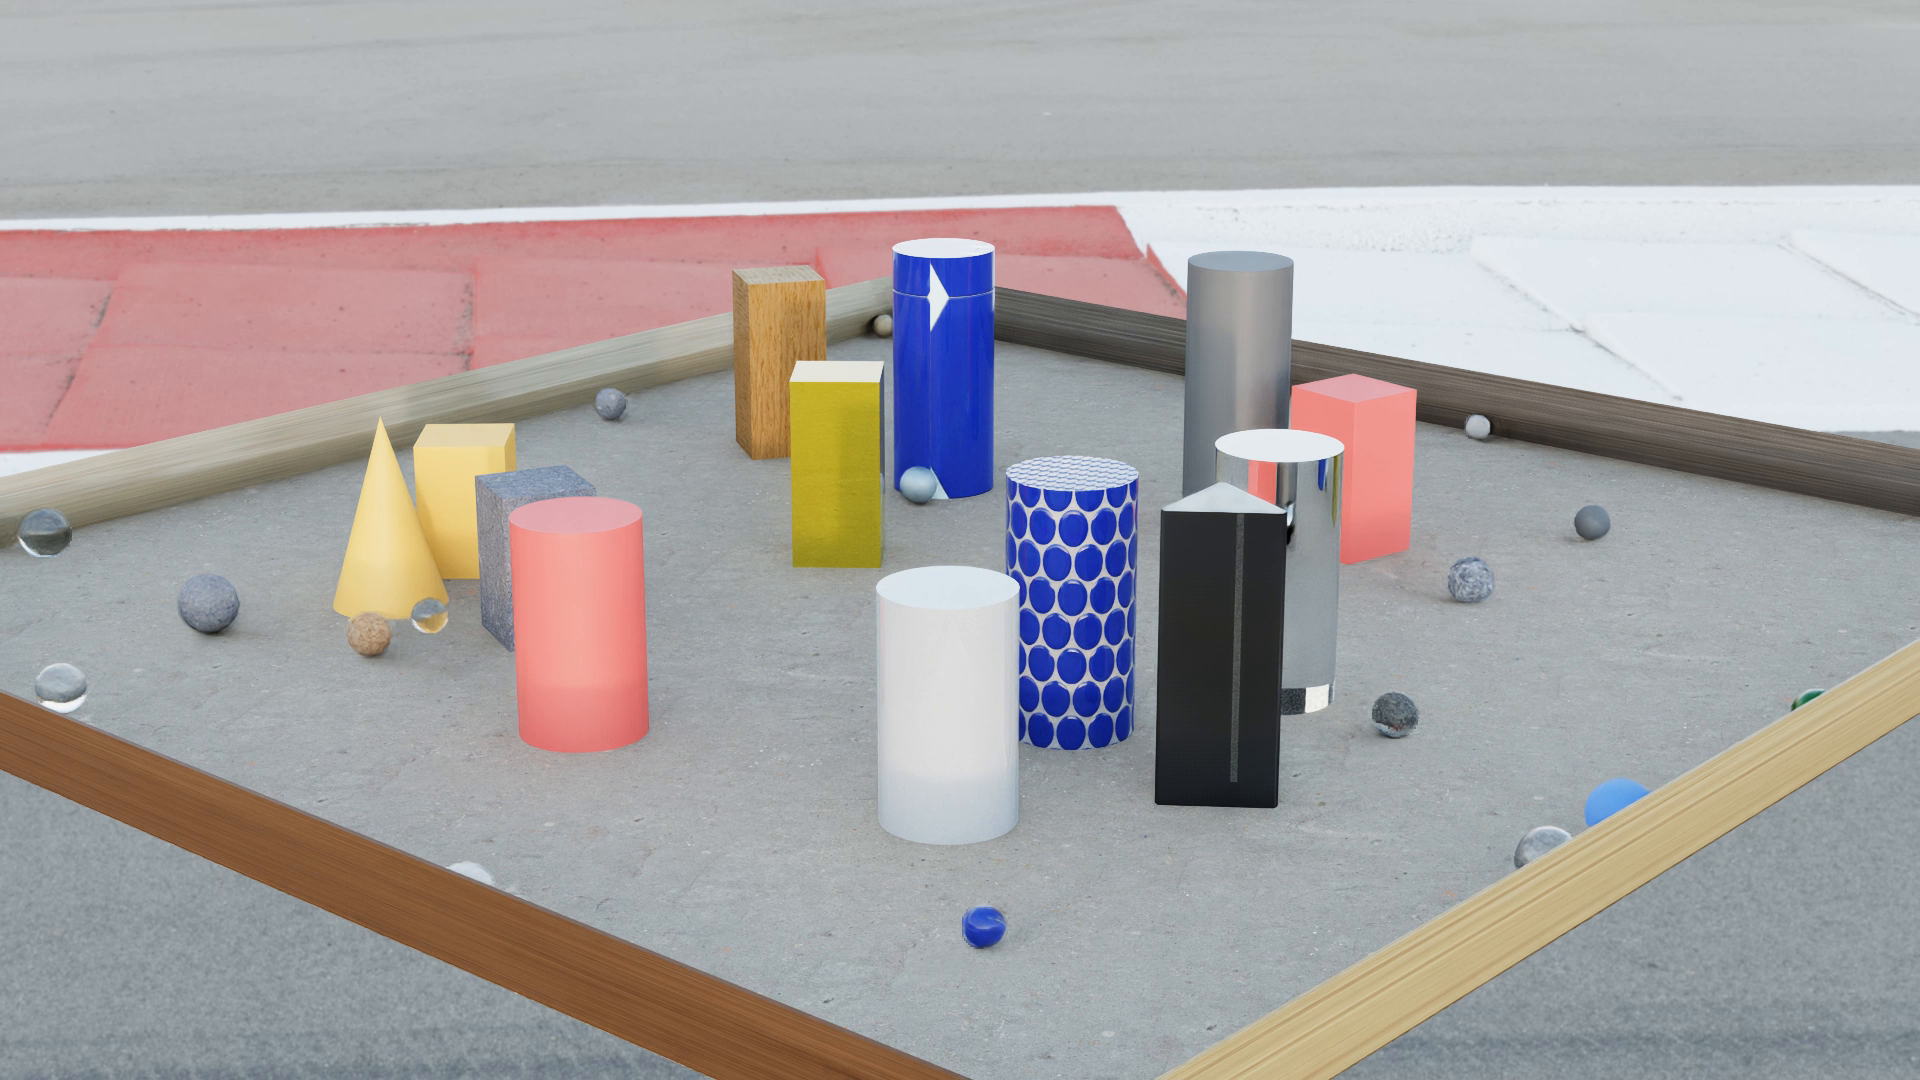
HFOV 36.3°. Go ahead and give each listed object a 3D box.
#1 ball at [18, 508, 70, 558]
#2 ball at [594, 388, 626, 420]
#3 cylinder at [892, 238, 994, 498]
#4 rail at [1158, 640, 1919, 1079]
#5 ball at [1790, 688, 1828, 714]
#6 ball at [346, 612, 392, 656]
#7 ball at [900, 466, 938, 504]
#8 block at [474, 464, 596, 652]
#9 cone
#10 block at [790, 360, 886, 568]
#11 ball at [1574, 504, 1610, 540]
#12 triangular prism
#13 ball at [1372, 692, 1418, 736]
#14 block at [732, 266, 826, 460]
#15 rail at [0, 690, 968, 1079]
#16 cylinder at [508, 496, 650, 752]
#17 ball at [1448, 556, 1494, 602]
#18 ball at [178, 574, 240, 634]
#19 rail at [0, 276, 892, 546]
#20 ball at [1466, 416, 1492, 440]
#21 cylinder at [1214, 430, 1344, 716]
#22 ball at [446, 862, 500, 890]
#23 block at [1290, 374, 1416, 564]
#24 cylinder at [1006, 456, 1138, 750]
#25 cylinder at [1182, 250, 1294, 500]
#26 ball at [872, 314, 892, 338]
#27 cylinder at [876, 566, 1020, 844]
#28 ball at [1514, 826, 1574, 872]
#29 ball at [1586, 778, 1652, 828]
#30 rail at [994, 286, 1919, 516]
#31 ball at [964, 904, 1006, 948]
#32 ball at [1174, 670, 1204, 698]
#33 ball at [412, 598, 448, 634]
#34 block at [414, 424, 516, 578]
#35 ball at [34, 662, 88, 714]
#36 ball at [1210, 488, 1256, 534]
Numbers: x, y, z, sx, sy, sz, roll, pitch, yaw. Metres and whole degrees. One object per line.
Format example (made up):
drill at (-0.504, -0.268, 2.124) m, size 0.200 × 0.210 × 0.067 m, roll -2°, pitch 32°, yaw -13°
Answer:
ball at (-1.668, -0.012, 5.340) m, size 0.089 × 0.089 × 0.089 m, roll 0°, pitch 17°, yaw 0°
ball at (-0.752, -0.292, 6.305) m, size 0.068 × 0.068 × 0.068 m, roll 0°, pitch 17°, yaw 0°
cylinder at (-0.032, -0.337, 5.746) m, size 0.199 × 0.477 × 0.199 m, roll 0°, pitch 17°, yaw 0°
rail at (1.134, 0.316, 4.177) m, size 0.045 × 0.129 × 3.138 m, roll 14°, pitch 22°, yaw 39°
ball at (1.299, 0.263, 4.446) m, size 0.077 × 0.077 × 0.077 m, roll 0°, pitch 17°, yaw 0°
ball at (-0.970, 0.155, 4.815) m, size 0.072 × 0.072 × 0.072 m, roll 0°, pitch 17°, yaw 0°
ball at (-0.081, -0.107, 5.684) m, size 0.073 × 0.073 × 0.073 m, roll 0°, pitch 17°, yaw 0°
block at (-0.706, 0.029, 4.903) m, size 0.159 × 0.263 × 0.159 m, roll -8°, pitch 18°, yaw -24°
cone at (-0.989, -0.052, 5.048) m, size 0.199 × 0.334 × 0.199 m, roll 0°, pitch 17°, yaw 0°
block at (-0.220, -0.138, 5.316) m, size 0.159 × 0.344 × 0.159 m, roll 0°, pitch 17°, yaw 2°
ball at (1.175, -0.032, 5.446) m, size 0.066 × 0.066 × 0.066 m, roll 0°, pitch 17°, yaw 0°
triangular prism at (0.372, 0.149, 4.201) m, size 0.172 × 0.438 × 0.149 m, roll 1°, pitch 17°, yaw 4°
ball at (0.660, 0.265, 4.456) m, size 0.069 × 0.069 × 0.069 m, roll 0°, pitch 17°, yaw 0°
block at (-0.371, -0.367, 6.039) m, size 0.159 × 0.365 × 0.159 m, roll -5°, pitch 17°, yaw -15°
rail at (-1.013, 0.369, 4.003) m, size 3.050 × 0.129 × 0.045 m, roll 14°, pitch 22°, yaw 39°
cylinder at (-0.575, 0.126, 4.441) m, size 0.199 × 0.343 × 0.199 m, roll 0°, pitch 17°, yaw 0°
ball at (0.886, 0.069, 5.086) m, size 0.081 × 0.081 × 0.081 m, roll 0°, pitch 17°, yaw 0°
ball at (-1.262, 0.107, 4.927) m, size 0.099 × 0.099 × 0.099 m, roll 0°, pitch 17°, yaw 0°
rail at (-1.134, -0.252, 6.062) m, size 0.045 × 0.129 × 3.138 m, roll 14°, pitch 22°, yaw 39°
ball at (1.088, -0.236, 6.150) m, size 0.051 × 0.051 × 0.051 m, roll 0°, pitch 17°, yaw 0°
cylinder at (0.493, 0.049, 4.586) m, size 0.199 × 0.407 × 0.199 m, roll 0°, pitch 17°, yaw 0°
ball at (-0.638, 0.458, 3.785) m, size 0.086 × 0.086 × 0.086 m, roll 0°, pitch 17°, yaw 0°
block at (0.716, -0.132, 5.369) m, size 0.159 × 0.302 × 0.159 m, roll -13°, pitch 21°, yaw -36°
cylinder at (0.168, 0.094, 4.443) m, size 0.199 × 0.404 × 0.199 m, roll 0°, pitch 17°, yaw 0°
cylinder at (0.526, -0.288, 5.563) m, size 0.199 × 0.490 × 0.199 m, roll 0°, pitch 17°, yaw 0°
ball at (-0.184, -0.516, 7.075) m, size 0.054 × 0.054 × 0.054 m, roll 0°, pitch 17°, yaw 0°
cylinder at (-0.017, 0.229, 4.100) m, size 0.199 × 0.342 × 0.199 m, roll 0°, pitch 17°, yaw 0°
ball at (0.781, 0.425, 3.888) m, size 0.090 × 0.090 × 0.090 m, roll 0°, pitch 17°, yaw 0°
ball at (0.911, 0.376, 4.038) m, size 0.097 × 0.097 × 0.097 m, roll 0°, pitch 17°, yaw 0°
rail at (1.013, -0.304, 6.237) m, size 3.050 × 0.129 × 0.045 m, roll 14°, pitch 22°, yaw 39°
ball at (0.031, 0.491, 3.730) m, size 0.054 × 0.054 × 0.054 m, roll 0°, pitch 17°, yaw 0°
ball at (0.361, 0.226, 4.627) m, size 0.045 × 0.045 × 0.045 m, roll 0°, pitch 17°, yaw 0°
ball at (-0.891, 0.127, 4.927) m, size 0.061 × 0.061 × 0.061 m, roll 0°, pitch 17°, yaw 0°
block at (-0.884, -0.071, 5.266) m, size 0.159 × 0.244 × 0.159 m, roll -1°, pitch 17°, yaw -2°
ball at (-1.395, 0.230, 4.552) m, size 0.079 × 0.079 × 0.079 m, roll 0°, pitch 17°, yaw 0°
ball at (0.510, -0.053, 5.486) m, size 0.084 × 0.084 × 0.084 m, roll 0°, pitch 17°, yaw 0°
